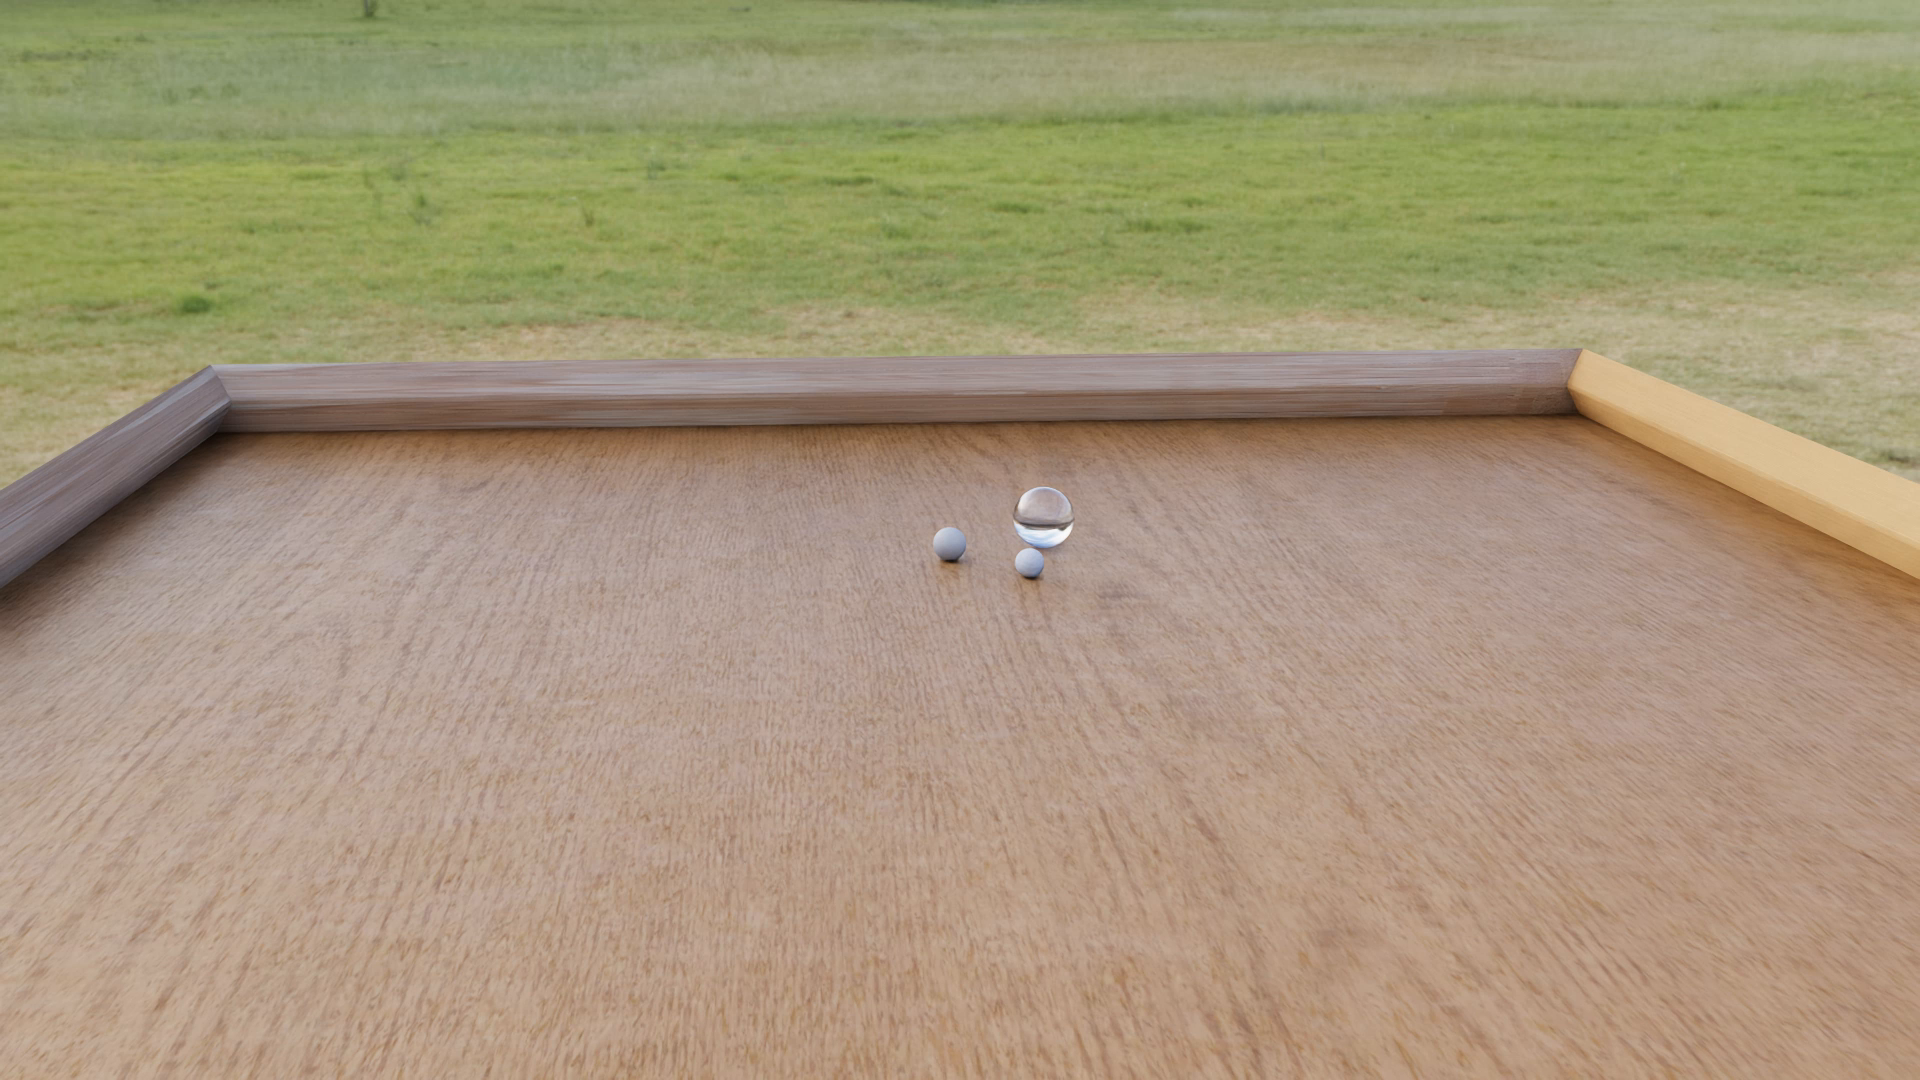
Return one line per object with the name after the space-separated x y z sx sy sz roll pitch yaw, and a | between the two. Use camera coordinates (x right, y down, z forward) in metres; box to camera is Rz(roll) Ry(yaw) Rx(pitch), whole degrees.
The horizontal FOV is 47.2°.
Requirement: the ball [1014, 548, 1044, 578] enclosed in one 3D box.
0.095 0.031 3.004 0.040 0.040 0.040 0 13 0 | ball

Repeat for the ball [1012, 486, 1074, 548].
0.121 -0.033 3.170 0.089 0.089 0.089 0 13 0 | ball

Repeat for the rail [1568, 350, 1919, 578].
1.358 0.196 2.116 0.045 0.125 4.420 -1 13 -4 | rail

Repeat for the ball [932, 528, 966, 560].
-0.015 0.005 3.099 0.048 0.048 0.048 0 13 0 | ball

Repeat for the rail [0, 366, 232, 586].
-1.182 0.242 1.919 0.045 0.125 4.420 -1 13 -4 | rail

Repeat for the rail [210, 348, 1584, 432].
-0.086 -0.280 4.139 2.595 0.125 0.045 -1 13 -4 | rail
